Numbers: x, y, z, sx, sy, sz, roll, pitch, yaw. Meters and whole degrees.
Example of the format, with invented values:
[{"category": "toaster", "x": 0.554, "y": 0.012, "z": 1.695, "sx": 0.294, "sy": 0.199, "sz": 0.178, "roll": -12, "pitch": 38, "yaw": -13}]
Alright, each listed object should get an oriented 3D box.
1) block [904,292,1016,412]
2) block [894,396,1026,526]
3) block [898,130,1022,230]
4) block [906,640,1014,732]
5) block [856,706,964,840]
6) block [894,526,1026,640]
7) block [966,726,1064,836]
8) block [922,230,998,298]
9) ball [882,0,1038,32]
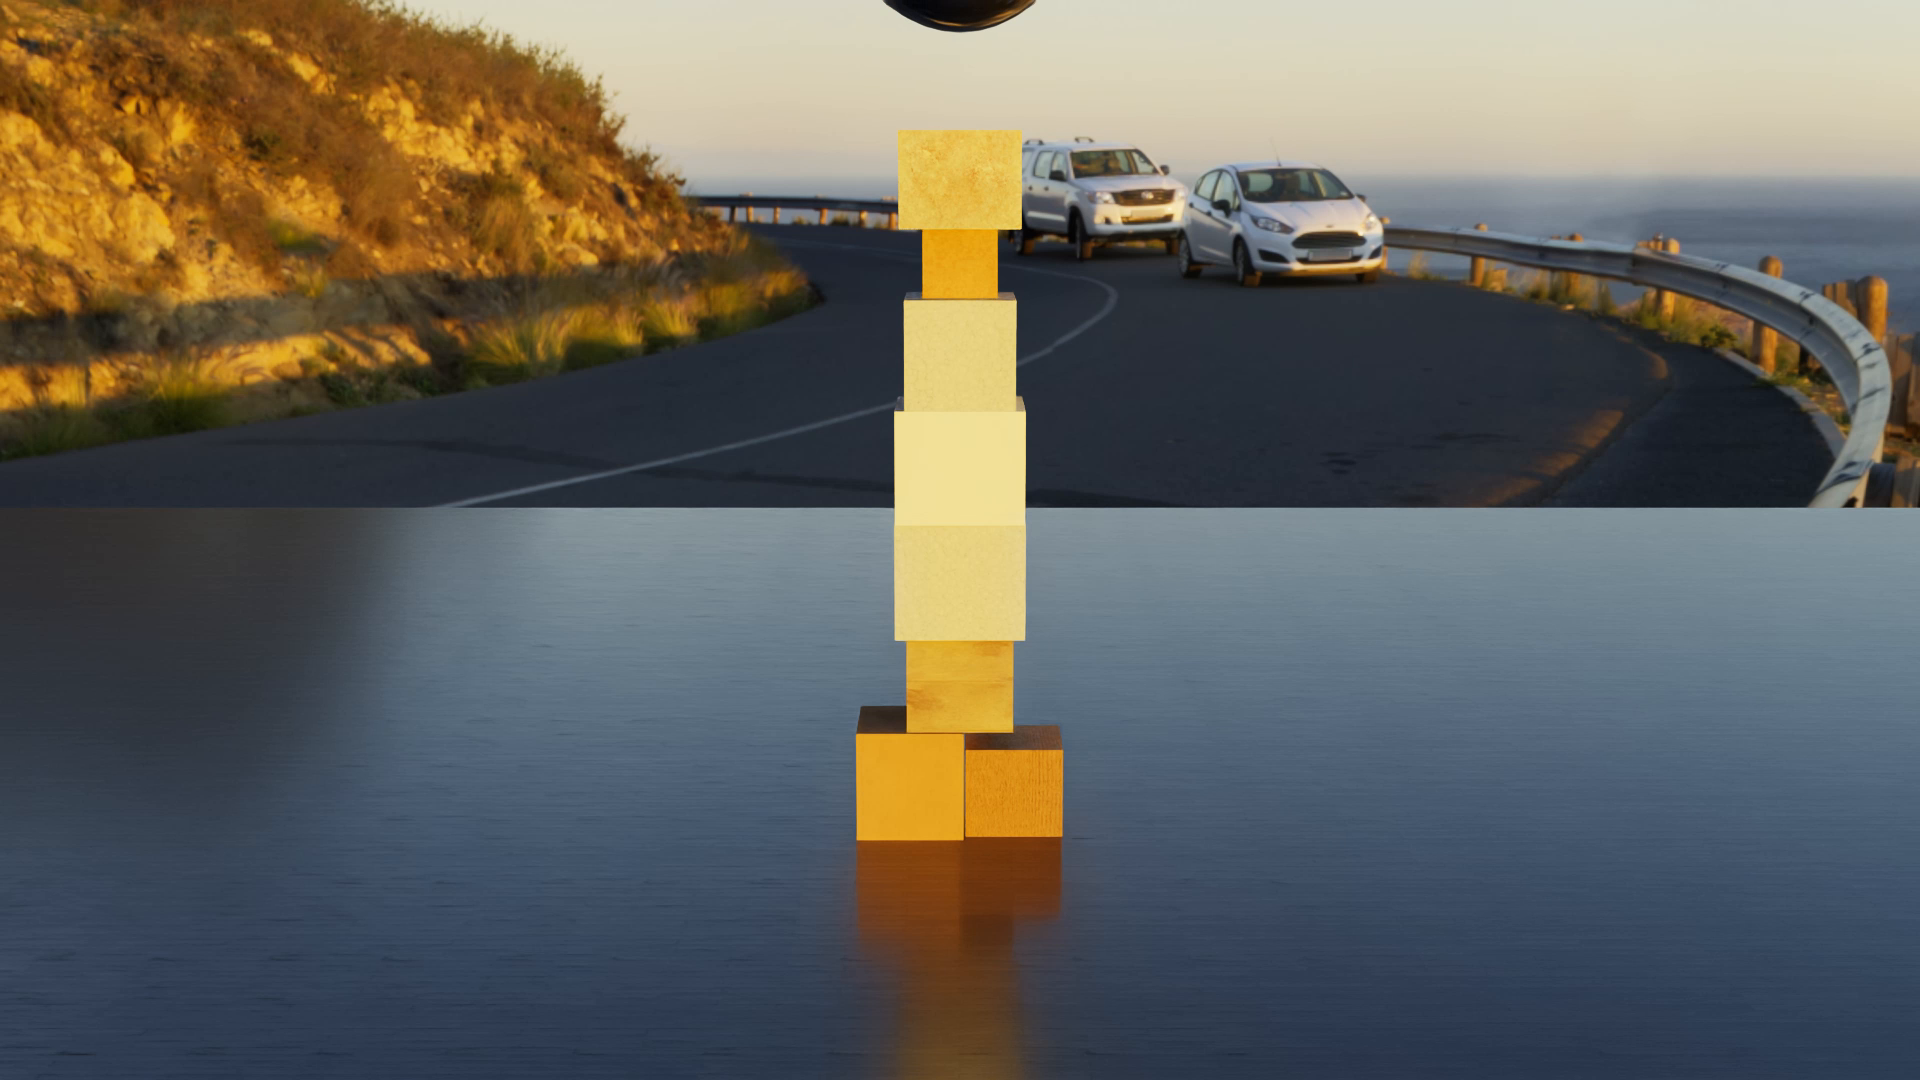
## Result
[{"category": "block", "x": 0.000, "y": -0.950, "z": 11.003, "sx": 0.545, "sy": 0.539, "sz": 0.614, "roll": 0, "pitch": 10, "yaw": 0}, {"category": "block", "x": 0.000, "y": -0.407, "z": 11.104, "sx": 0.641, "sy": 0.565, "sz": 0.653, "roll": 0, "pitch": 10, "yaw": 0}, {"category": "block", "x": 0.000, "y": -1.781, "z": 10.847, "sx": 0.593, "sy": 0.471, "sz": 0.546, "roll": 0, "pitch": 10, "yaw": 0}, {"category": "block", "x": 0.000, "y": 0.682, "z": 11.325, "sx": 0.537, "sy": 0.491, "sz": 0.536, "roll": 0, "pitch": 10, "yaw": 0}, {"category": "block", "x": -0.253, "y": 1.201, "z": 11.400, "sx": 0.540, "sy": 0.557, "sz": 0.558, "roll": 0, "pitch": 10, "yaw": 0}, {"category": "block", "x": 0.000, "y": 0.158, "z": 11.204, "sx": 0.650, "sy": 0.584, "sz": 0.622, "roll": 0, "pitch": 10, "yaw": 0}, {"category": "block", "x": 0.275, "y": 1.247, "z": 11.427, "sx": 0.496, "sy": 0.457, "sz": 0.479, "roll": 0, "pitch": 10, "yaw": 0}, {"category": "block", "x": 0.000, "y": -1.387, "z": 10.947, "sx": 0.367, "sy": 0.341, "sz": 0.329, "roll": 0, "pitch": 10, "yaw": 0}, {"category": "ball", "x": 0.000, "y": -4.423, "z": 15.616, "sx": 1.600, "sy": 1.600, "sz": 1.600, "roll": 0, "pitch": 10, "yaw": 0}]
